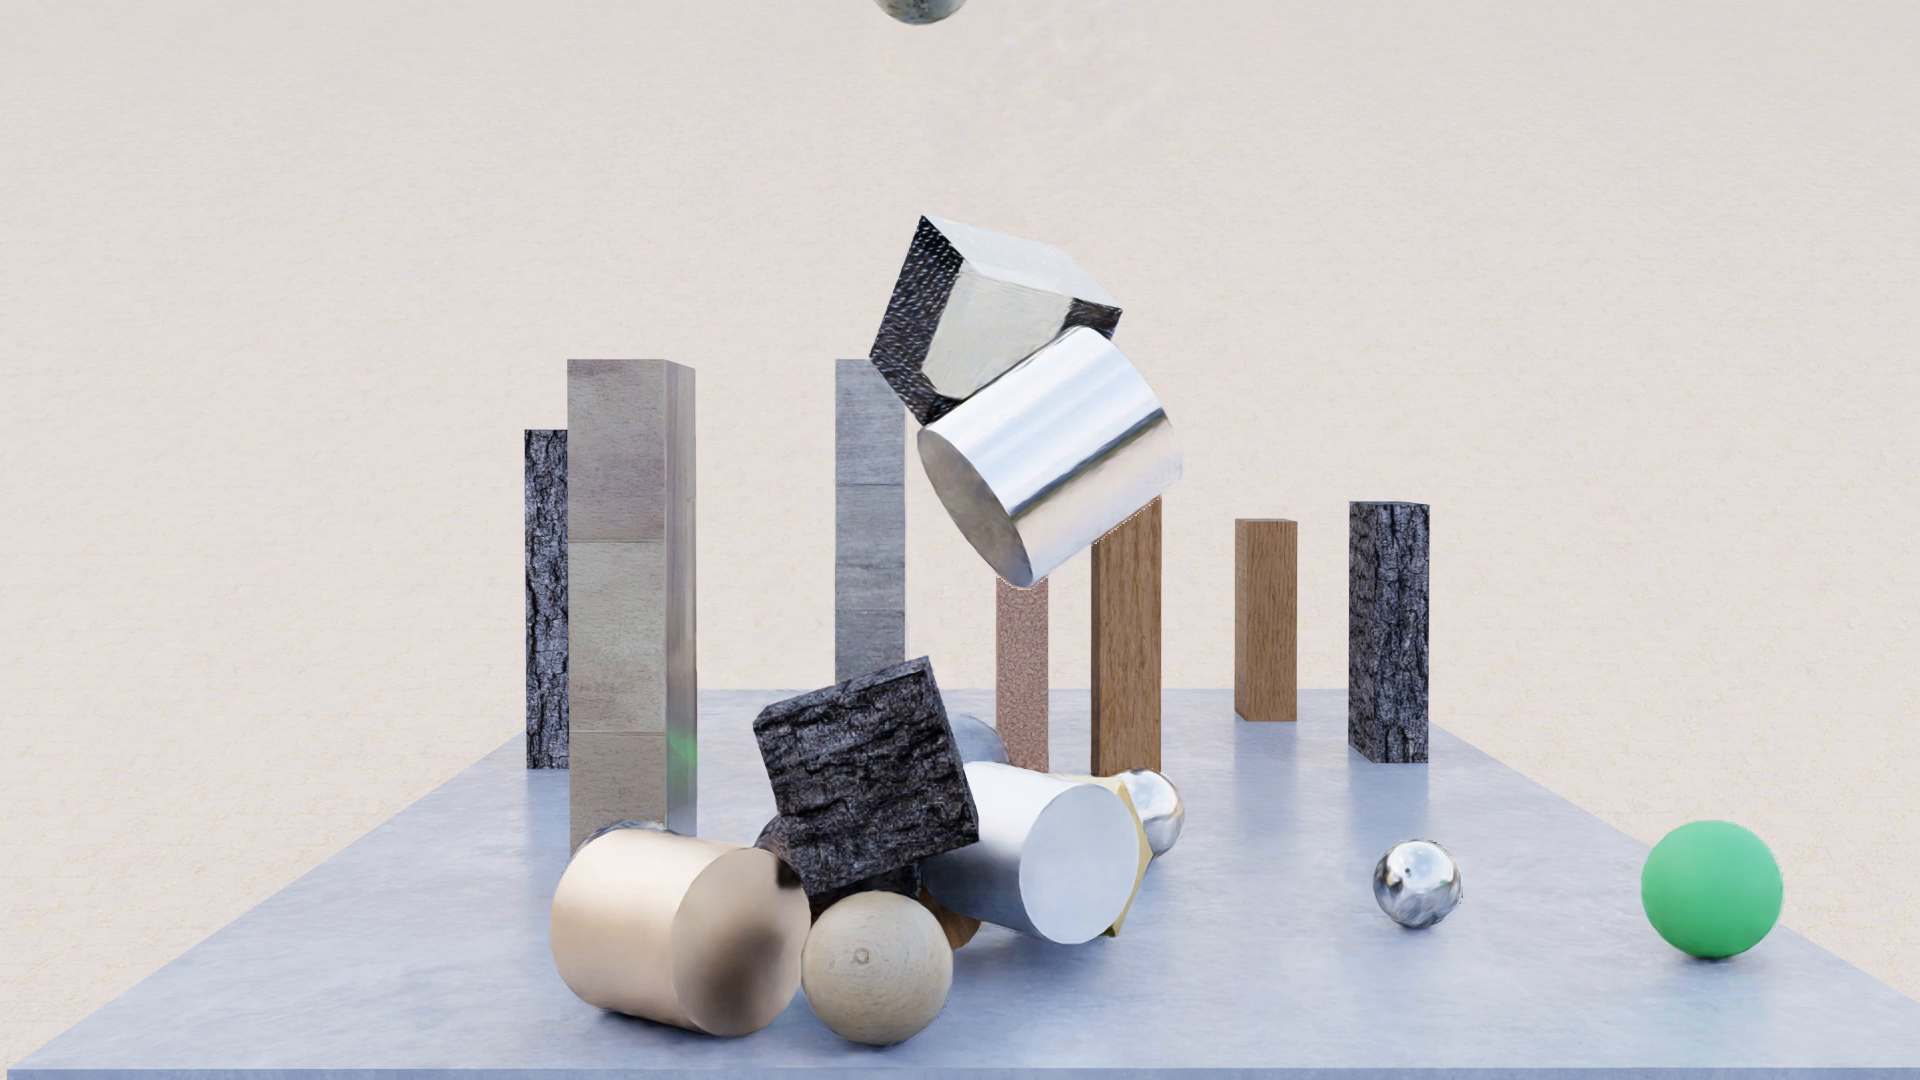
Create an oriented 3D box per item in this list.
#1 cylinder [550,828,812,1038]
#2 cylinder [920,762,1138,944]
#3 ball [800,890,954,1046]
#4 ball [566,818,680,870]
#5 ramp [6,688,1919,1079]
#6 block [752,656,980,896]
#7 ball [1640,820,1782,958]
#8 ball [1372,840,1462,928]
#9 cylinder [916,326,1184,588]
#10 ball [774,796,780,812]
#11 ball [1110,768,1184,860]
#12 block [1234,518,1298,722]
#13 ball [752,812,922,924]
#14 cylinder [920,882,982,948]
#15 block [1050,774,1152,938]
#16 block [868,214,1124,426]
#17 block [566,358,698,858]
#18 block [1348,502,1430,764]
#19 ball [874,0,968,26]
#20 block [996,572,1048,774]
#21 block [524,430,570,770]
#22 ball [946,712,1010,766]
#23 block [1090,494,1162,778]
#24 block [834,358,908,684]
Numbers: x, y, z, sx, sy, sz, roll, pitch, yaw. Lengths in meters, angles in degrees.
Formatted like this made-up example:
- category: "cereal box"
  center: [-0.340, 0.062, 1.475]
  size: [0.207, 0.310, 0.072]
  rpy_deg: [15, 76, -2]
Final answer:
- category: "cylinder"
  center: [-0.298, 0.416, 2.746]
  size: [0.198, 0.198, 0.198]
  rpy_deg: [2, 19, 44]
- category: "cylinder"
  center: [0.079, 0.368, 3.049]
  size: [0.187, 0.187, 0.187]
  rpy_deg: [-20, 17, -37]
- category: "ball"
  center: [-0.086, 0.440, 2.648]
  size: [0.158, 0.158, 0.158]
  rpy_deg: [0, 24, 0]
- category: "ball"
  center: [-0.389, 0.418, 3.081]
  size: [0.169, 0.169, 0.169]
  rpy_deg: [0, 24, 0]
- category: "ramp"
  center: [0.055, 0.500, 4.546]
  size: [2.000, 0.100, 4.000]
  rpy_deg: [0, 2, 0]
- category: "block"
  center: [-0.098, 0.251, 2.796]
  size: [0.190, 0.190, 0.190]
  rpy_deg: [-18, 2, 1]
- category: "ball"
  center: [0.902, 0.420, 3.094]
  size: [0.164, 0.164, 0.164]
  rpy_deg: [0, 24, 0]
- category: "ball"
  center: [0.584, 0.439, 3.290]
  size: [0.111, 0.111, 0.111]
  rpy_deg: [0, 24, 0]
- category: "cylinder"
  center: [0.086, -0.081, 2.481]
  size: [0.183, 0.183, 0.183]
  rpy_deg: [-35, 35, -14]
- category: "ball"
  center: [-0.198, 0.385, 3.949]
  size: [0.173, 0.173, 0.173]
  rpy_deg: [0, 24, 0]
- category: "ball"
  center: [0.264, 0.407, 3.820]
  size: [0.138, 0.138, 0.138]
  rpy_deg: [0, 24, 0]
- category: "block"
  center: [0.697, 0.178, 5.881]
  size: [0.113, 0.448, 0.250]
  rpy_deg: [0, 2, 0]
- category: "ball"
  center: [-0.148, 0.400, 3.025]
  size: [0.207, 0.207, 0.207]
  rpy_deg: [0, 24, 0]
- category: "cylinder"
  center: [-0.073, 0.417, 3.195]
  size: [0.164, 0.164, 0.164]
  rpy_deg: [0, 21, 31]
- category: "block"
  center: [0.139, 0.397, 3.263]
  size: [0.140, 0.140, 0.140]
  rpy_deg: [1, 42, 29]
- category: "block"
  center: [0.034, -0.214, 2.679]
  size: [0.168, 0.168, 0.168]
  rpy_deg: [11, 23, -28]
- category: "block"
  center: [-0.444, 0.123, 3.535]
  size: [0.124, 0.727, 0.410]
  rpy_deg: [0, 2, 0]
- category: "block"
  center: [0.856, 0.177, 5.155]
  size: [0.107, 0.502, 0.322]
  rpy_deg: [0, 2, 0]
- category: "ball"
  center: [-0.046, -0.667, 3.006]
  size: [0.133, 0.133, 0.133]
  rpy_deg: [0, 24, 0]
- category: "block"
  center: [0.112, 0.150, 4.709]
  size: [0.090, 0.588, 0.261]
  rpy_deg: [0, 2, 0]
- category: "block"
  center: [-0.777, 0.107, 5.079]
  size: [0.103, 0.648, 0.347]
  rpy_deg: [0, 2, 0]
- category: "ball"
  center: [-0.016, 0.369, 4.086]
  size: [0.195, 0.195, 0.195]
  rpy_deg: [0, 24, 0]
- category: "block"
  center: [0.267, 0.182, 4.173]
  size: [0.096, 0.562, 0.276]
  rpy_deg: [0, 2, 0]
- category: "block"
  center: [-0.177, 0.032, 5.226]
  size: [0.137, 0.788, 0.299]
  rpy_deg: [0, 2, 0]
